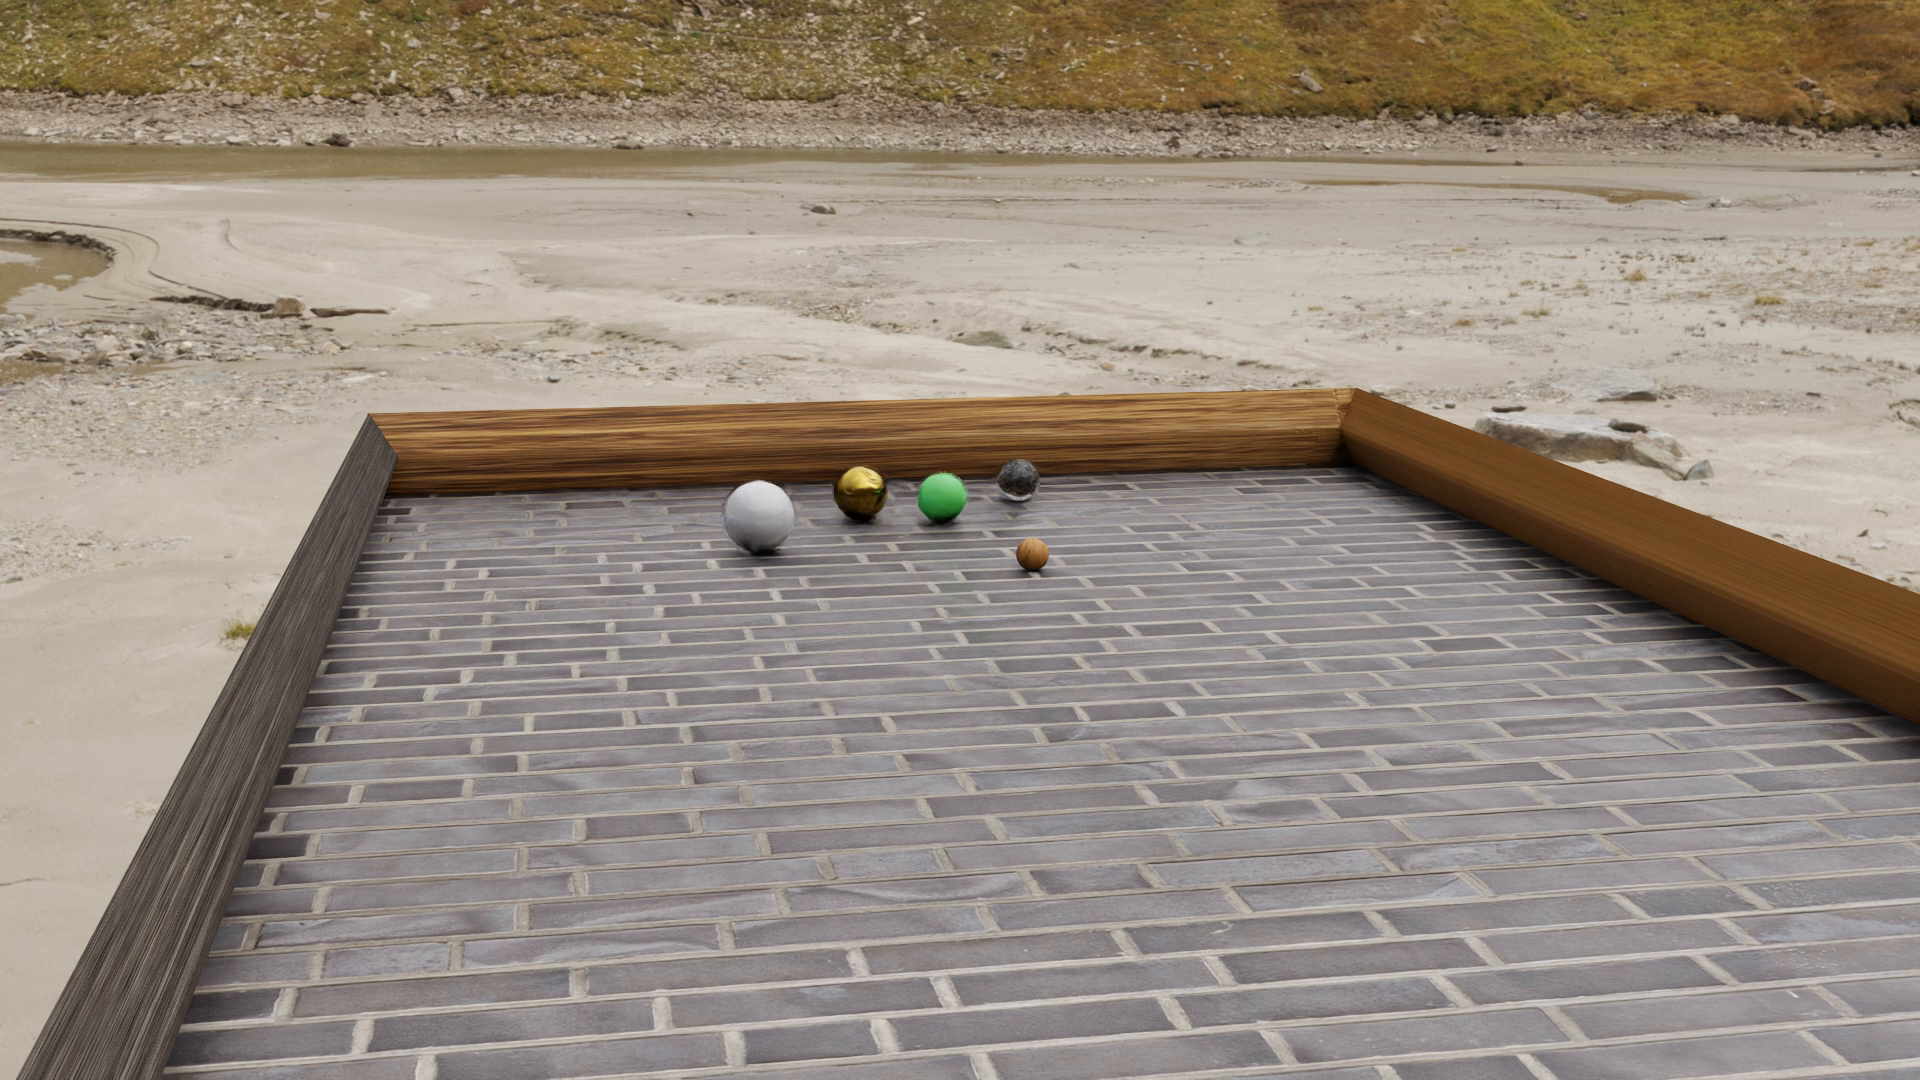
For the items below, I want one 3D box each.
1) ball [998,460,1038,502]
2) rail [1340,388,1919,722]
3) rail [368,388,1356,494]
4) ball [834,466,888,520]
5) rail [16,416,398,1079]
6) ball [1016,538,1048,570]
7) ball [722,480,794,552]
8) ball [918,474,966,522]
[{"bbox_3d":[0.091,-0.093,3.434,0.063,0.063,0.063,0,12,0],"label":"ball"},{"bbox_3d":[0.910,0.078,2.434,0.045,0.129,2.765,-2,12,-10],"label":"rail"},{"bbox_3d":[-0.123,-0.161,3.599,1.640,0.129,0.045,-2,12,-10],"label":"rail"},{"bbox_3d":[-0.148,-0.070,3.283,0.080,0.080,0.080,0,12,0],"label":"ball"},{"bbox_3d":[-0.655,0.137,2.147,0.045,0.129,2.765,-2,12,-10],"label":"rail"},{"bbox_3d":[0.097,0.019,2.939,0.044,0.044,0.044,0,12,0],"label":"ball"},{"bbox_3d":[-0.279,-0.032,3.050,0.099,0.099,0.099,0,12,0],"label":"ball"},{"bbox_3d":[-0.027,-0.063,3.266,0.072,0.072,0.072,0,12,0],"label":"ball"}]
